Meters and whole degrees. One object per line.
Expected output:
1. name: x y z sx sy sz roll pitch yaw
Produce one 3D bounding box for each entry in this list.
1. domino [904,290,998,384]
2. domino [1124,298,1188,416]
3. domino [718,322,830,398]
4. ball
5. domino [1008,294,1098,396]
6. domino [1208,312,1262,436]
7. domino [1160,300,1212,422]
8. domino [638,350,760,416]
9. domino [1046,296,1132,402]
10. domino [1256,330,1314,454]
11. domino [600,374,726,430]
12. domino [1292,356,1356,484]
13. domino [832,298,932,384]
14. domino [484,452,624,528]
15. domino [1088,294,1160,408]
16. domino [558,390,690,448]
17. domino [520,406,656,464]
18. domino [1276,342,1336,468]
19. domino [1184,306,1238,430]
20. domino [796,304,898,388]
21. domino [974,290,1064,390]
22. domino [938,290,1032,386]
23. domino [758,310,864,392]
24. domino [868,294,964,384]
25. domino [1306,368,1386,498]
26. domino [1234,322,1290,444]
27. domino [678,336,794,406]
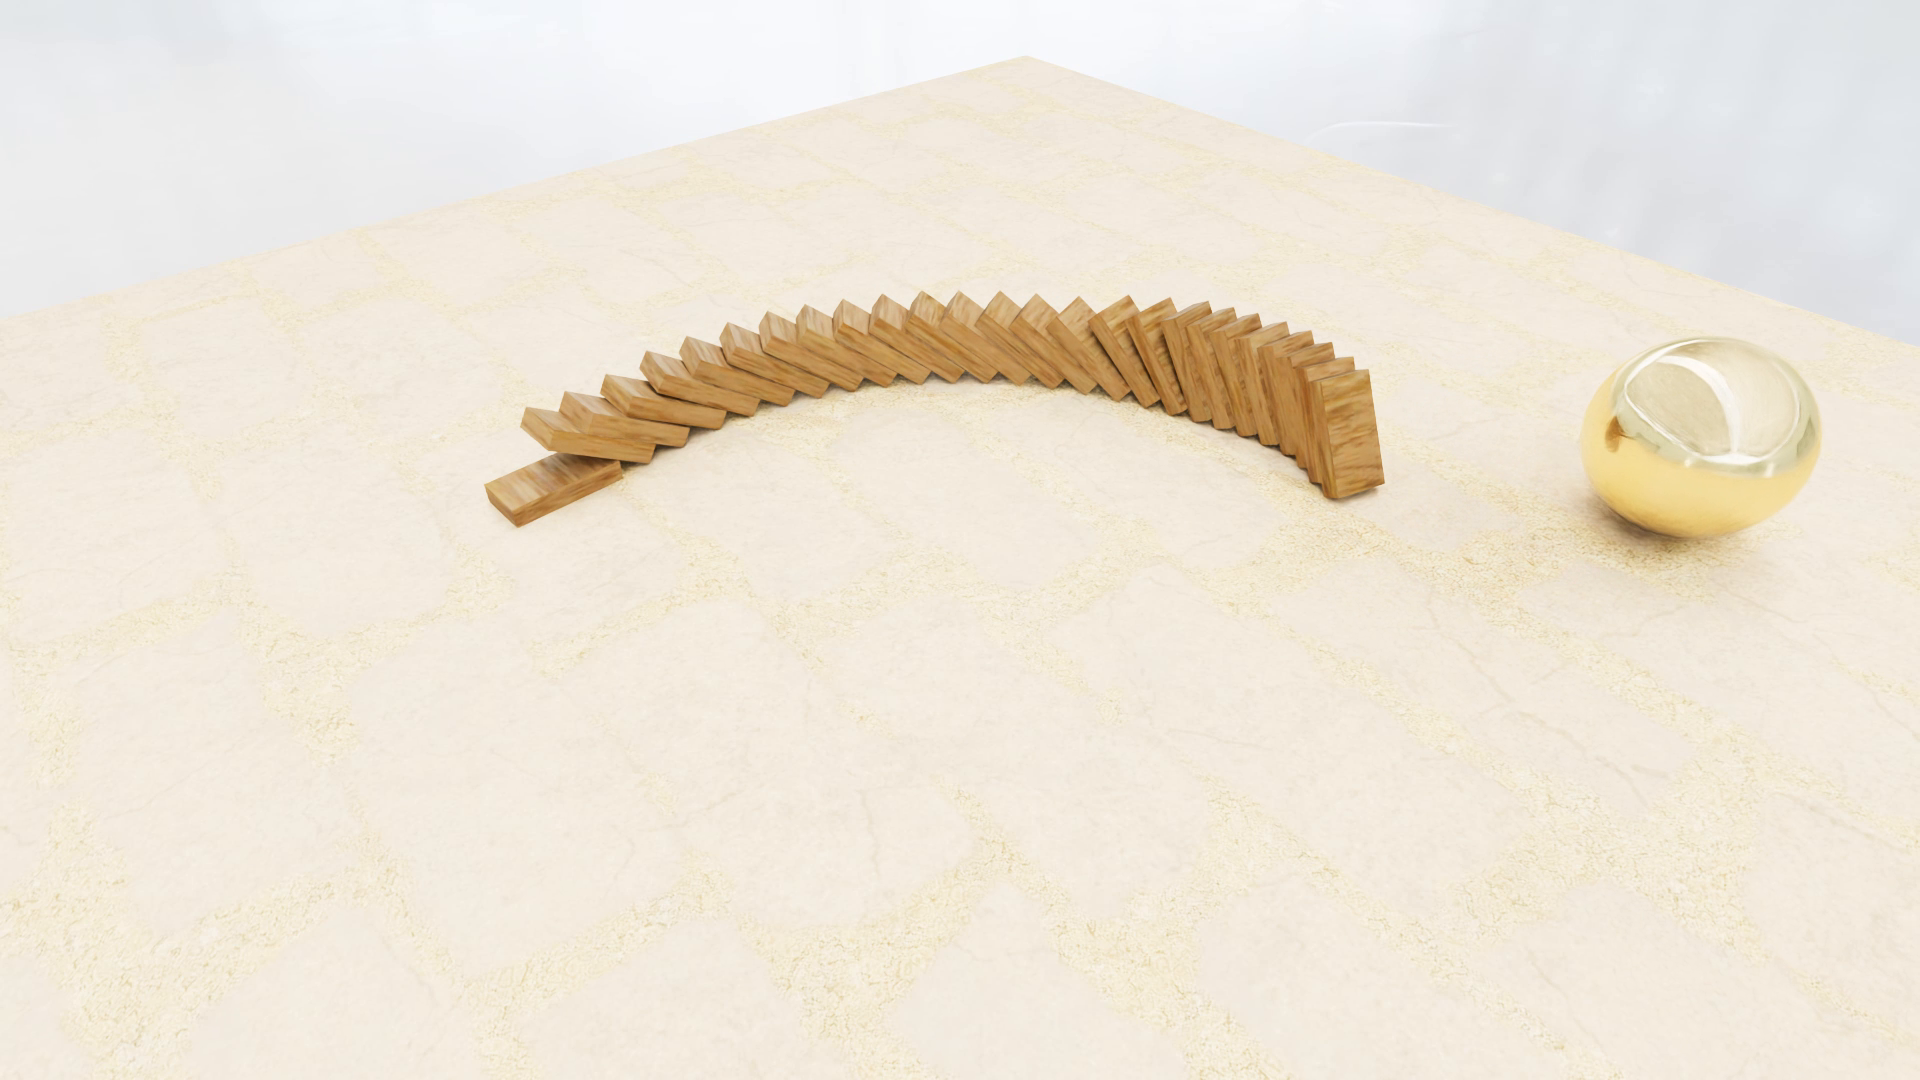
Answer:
1. domino: -0.003 -0.101 0.545 0.050 0.009 0.025 32 36 -17
2. domino: 0.100 -0.087 0.522 0.025 0.050 0.010 -32 9 -33
3. domino: -0.089 -0.086 0.528 0.050 0.009 0.025 18 28 -34
4. ball: 0.292 -0.040 0.437 0.080 0.080 0.080 0 39 0
5. domino: 0.049 -0.096 0.539 0.050 0.009 0.025 40 43 -8
6. domino: 0.133 -0.076 0.506 0.025 0.050 0.009 -29 17 -31
7. domino: 0.113 -0.084 0.515 0.025 0.050 0.009 -31 18 -32
8. domino: -0.121 -0.073 0.512 0.050 0.009 0.025 11 25 -43
9. domino: 0.067 -0.093 0.536 0.050 0.010 0.025 45 48 -3
10. domino: 0.151 -0.066 0.494 0.025 0.050 0.009 -23 14 -26
11. domino: -0.135 -0.063 0.501 0.025 0.009 0.050 36 20 36
12. domino: 0.161 -0.052 0.477 0.025 0.050 0.010 -16 11 -19
13. domino: -0.038 -0.098 0.541 0.050 0.010 0.025 26 32 -25
14. domino: -0.175 -0.025 0.474 0.050 0.010 0.025 -32 49 -33
15. domino: 0.085 -0.091 0.530 0.025 0.010 0.050 -36 93 -36
16. domino: -0.148 -0.053 0.488 0.025 0.010 0.050 33 17 34
17. domino: -0.161 -0.045 0.478 0.025 0.010 0.050 33 17 34
18. domino: 0.157 -0.060 0.486 0.025 0.050 0.010 -21 13 -24
19. domino: 0.123 -0.080 0.510 0.025 0.050 0.009 -30 17 -31
20. domino: -0.056 -0.095 0.538 0.050 0.009 0.025 24 30 -28
21. domino: 0.033 -0.099 0.543 0.050 0.010 0.025 38 42 -10
22. domino: 0.014 -0.100 0.544 0.050 0.010 0.025 34 38 -15
23. domino: -0.072 -0.091 0.534 0.050 0.010 0.025 22 29 -31
24. domino: -0.021 -0.099 0.543 0.050 0.010 0.025 29 34 -21
25. domino: 0.165 -0.045 0.469 0.025 0.050 0.010 -16 11 -19
26. domino: 0.143 -0.071 0.500 0.025 0.050 0.010 -26 15 -28
27. domino: -0.105 -0.080 0.521 0.050 0.009 0.025 14 27 -38
